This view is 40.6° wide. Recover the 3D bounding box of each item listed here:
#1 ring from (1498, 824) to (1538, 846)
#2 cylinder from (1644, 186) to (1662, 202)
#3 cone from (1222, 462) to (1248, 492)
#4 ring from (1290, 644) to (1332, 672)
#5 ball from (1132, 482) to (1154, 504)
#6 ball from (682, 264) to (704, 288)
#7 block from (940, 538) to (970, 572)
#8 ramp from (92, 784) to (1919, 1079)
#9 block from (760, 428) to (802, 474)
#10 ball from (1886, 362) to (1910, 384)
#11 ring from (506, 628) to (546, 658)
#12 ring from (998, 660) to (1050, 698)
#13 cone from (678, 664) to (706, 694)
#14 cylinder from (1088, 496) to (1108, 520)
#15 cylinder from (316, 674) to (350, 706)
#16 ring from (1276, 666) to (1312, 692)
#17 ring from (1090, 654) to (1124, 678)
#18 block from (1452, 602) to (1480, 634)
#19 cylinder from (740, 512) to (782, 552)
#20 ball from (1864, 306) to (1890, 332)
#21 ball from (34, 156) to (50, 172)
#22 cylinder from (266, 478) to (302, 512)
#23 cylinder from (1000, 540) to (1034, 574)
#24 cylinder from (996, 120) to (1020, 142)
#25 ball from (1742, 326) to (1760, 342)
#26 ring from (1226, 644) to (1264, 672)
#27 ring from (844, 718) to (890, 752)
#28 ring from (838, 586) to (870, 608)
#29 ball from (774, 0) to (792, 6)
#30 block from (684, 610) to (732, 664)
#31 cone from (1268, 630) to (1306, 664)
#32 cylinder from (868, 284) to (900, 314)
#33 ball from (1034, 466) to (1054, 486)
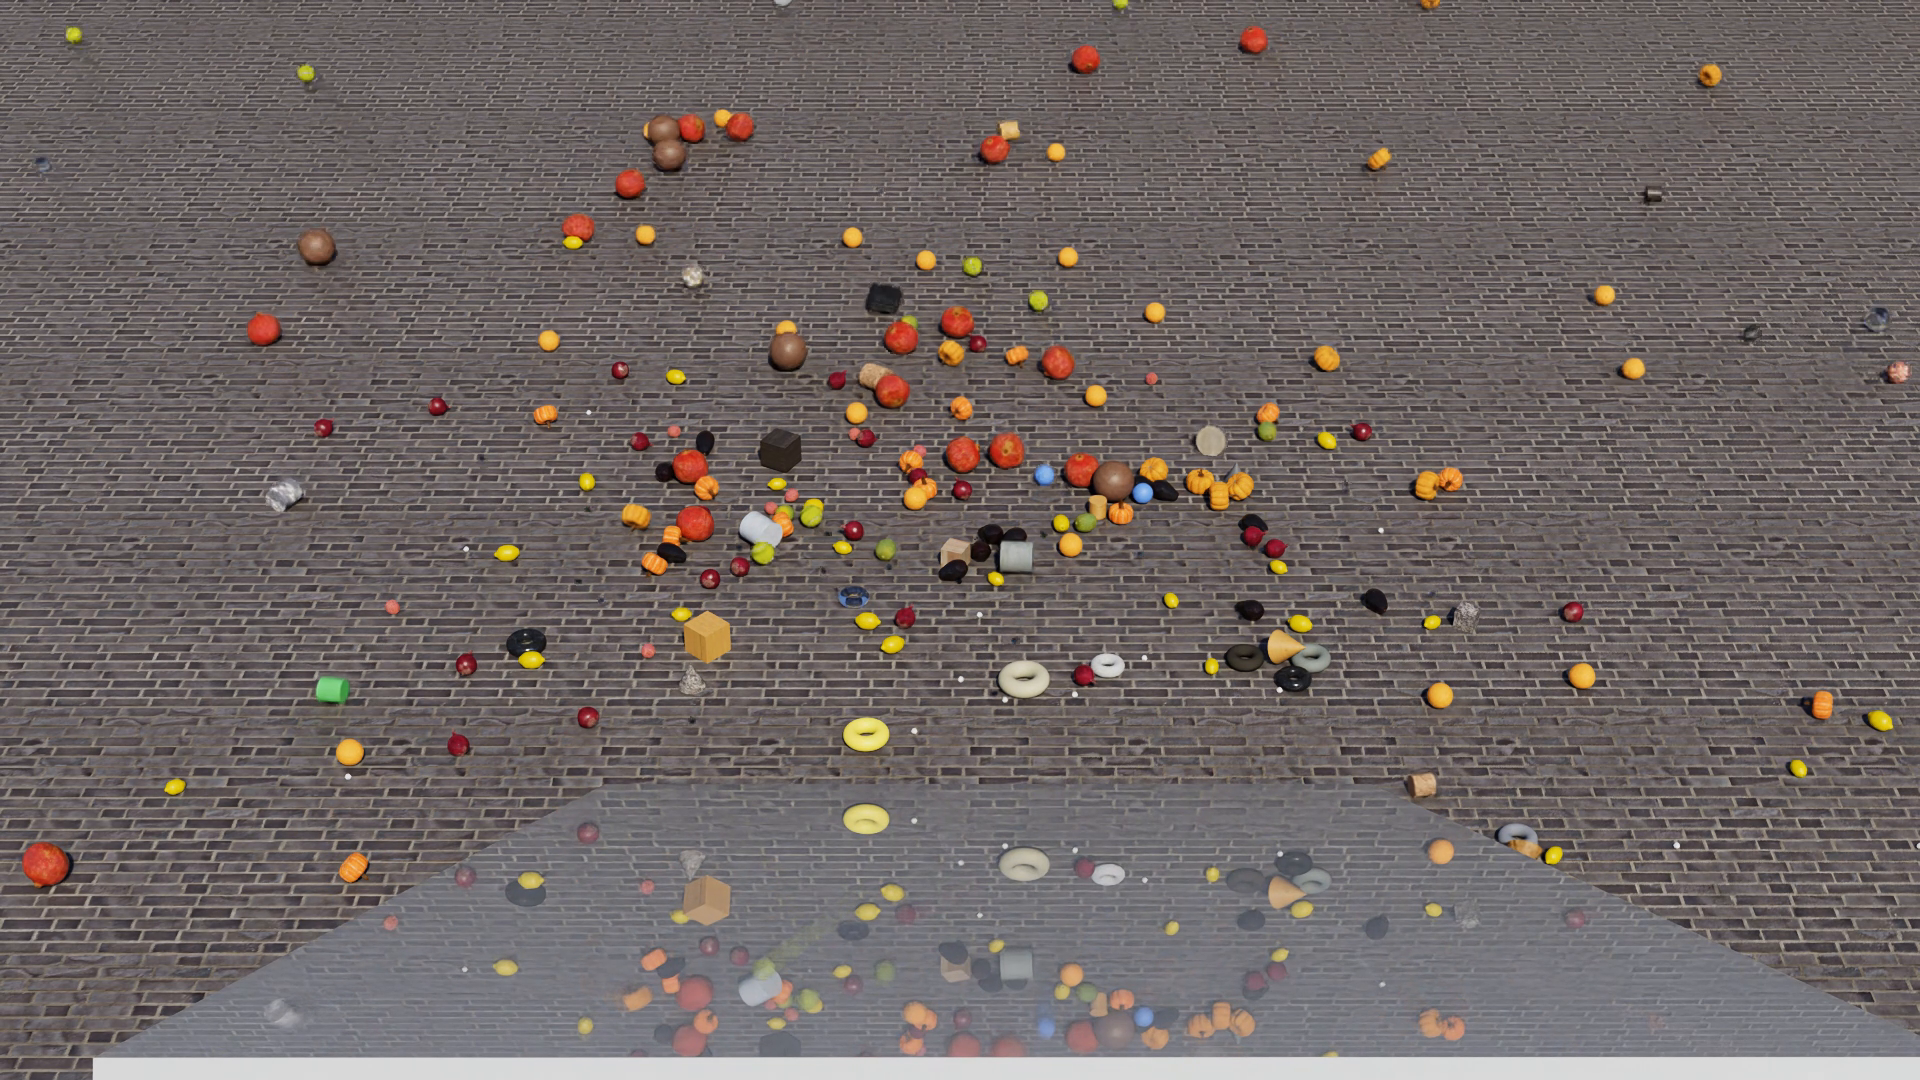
[{"bbox_3d":[1.438,0.768,6.687,0.103,0.034,0.103,0,32,0],"label":"ring"},{"bbox_3d":[2.628,-1.312,9.826,0.057,0.057,0.057,4,34,6],"label":"cylinder"},{"bbox_3d":[0.864,-0.210,8.128,0.083,0.083,0.083,0,33,0],"label":"cone"},{"bbox_3d":[0.993,0.334,7.343,0.115,0.038,0.115,-1,34,0],"label":"ring"},{"bbox_3d":[0.566,-0.145,8.046,0.065,0.065,0.065,0,33,0],"label":"ball"},{"bbox_3d":[-0.949,-0.937,9.233,0.083,0.083,0.083,0,33,0],"label":"ball"},{"bbox_3d":[-0.013,0.045,7.755,0.067,0.067,0.067,14,36,20],"label":"block"},{"bbox_3d":[0.074,0.644,4.768,2.000,0.100,4.000,0,-1,0],"label":"ramp"},{"bbox_3d":[-0.568,-0.284,8.231,0.093,0.093,0.093,17,37,24],"label":"block"},{"bbox_3d":[3.133,-0.559,8.666,0.074,0.074,0.074,0,33,0],"label":"ball"},{"bbox_3d":[-1.238,0.294,7.405,0.116,0.039,0.116,-1,34,1],"label":"ring"},{"bbox_3d":[0.179,0.389,7.251,0.146,0.049,0.146,-1,34,1],"label":"ring"},{"bbox_3d":[-0.751,0.375,7.243,0.079,0.079,0.079,0,33,0],"label":"cone"},{"bbox_3d":[0.424,-0.100,7.987,0.055,0.055,0.055,0,33,0],"label":"cylinder"},{"bbox_3d":[-1.739,0.418,7.190,0.066,0.066,0.066,26,38,6],"label":"cylinder"},{"bbox_3d":[0.935,0.388,7.265,0.102,0.034,0.102,-1,32,1],"label":"ring"},{"bbox_3d":[0.416,0.354,7.318,0.098,0.033,0.098,0,32,0],"label":"ring"},{"bbox_3d":[1.464,0.223,7.493,0.058,0.058,0.058,17,37,24],"label":"block"},{"bbox_3d":[-0.601,-0.027,7.841,0.093,0.093,0.093,-27,42,-35],"label":"cylinder"},{"bbox_3d":[3.172,-0.763,8.967,0.085,0.085,0.085,0,33,0],"label":"ball"},{"bbox_3d":[-3.552,-1.457,10.044,0.059,0.059,0.059,0,33,0],"label":"ball"},{"bbox_3d":[-2.090,-0.139,8.027,0.077,0.077,0.077,19,48,27],"label":"cylinder"},{"bbox_3d":[0.169,0.051,7.721,0.094,0.094,0.094,2,33,4],"label":"cylinder"},{"bbox_3d":[0.190,-1.620,10.280,0.071,0.071,0.071,-30,40,-10],"label":"cylinder"},{"bbox_3d":[2.716,-0.707,8.909,0.054,0.054,0.054,0,33,0],"label":"ball"},{"bbox_3d":[0.807,0.333,7.346,0.109,0.036,0.109,-1,33,1],"label":"ring"},{"bbox_3d":[-0.255,0.528,7.045,0.127,0.042,0.127,0,32,0],"label":"ring"},{"bbox_3d":[-0.311,0.166,7.605,0.093,0.031,0.093,1,34,-1],"label":"ring"},{"bbox_3d":[-0.784,-2.395,11.446,0.085,0.085,0.085,0,33,0],"label":"ball"},{"bbox_3d":[-0.719,0.276,7.382,0.092,0.092,0.092,27,42,35],"label":"block"},{"bbox_3d":[0.936,0.302,7.310,0.098,0.098,0.098,0,26,43],"label":"cone"},{"bbox_3d":[-0.265,-0.845,9.084,0.091,0.091,0.091,9,34,14],"label":"cylinder"},{"bbox_3d":[0.266,-0.201,8.134,0.062,0.062,0.062,0,33,0],"label":"ball"}]
